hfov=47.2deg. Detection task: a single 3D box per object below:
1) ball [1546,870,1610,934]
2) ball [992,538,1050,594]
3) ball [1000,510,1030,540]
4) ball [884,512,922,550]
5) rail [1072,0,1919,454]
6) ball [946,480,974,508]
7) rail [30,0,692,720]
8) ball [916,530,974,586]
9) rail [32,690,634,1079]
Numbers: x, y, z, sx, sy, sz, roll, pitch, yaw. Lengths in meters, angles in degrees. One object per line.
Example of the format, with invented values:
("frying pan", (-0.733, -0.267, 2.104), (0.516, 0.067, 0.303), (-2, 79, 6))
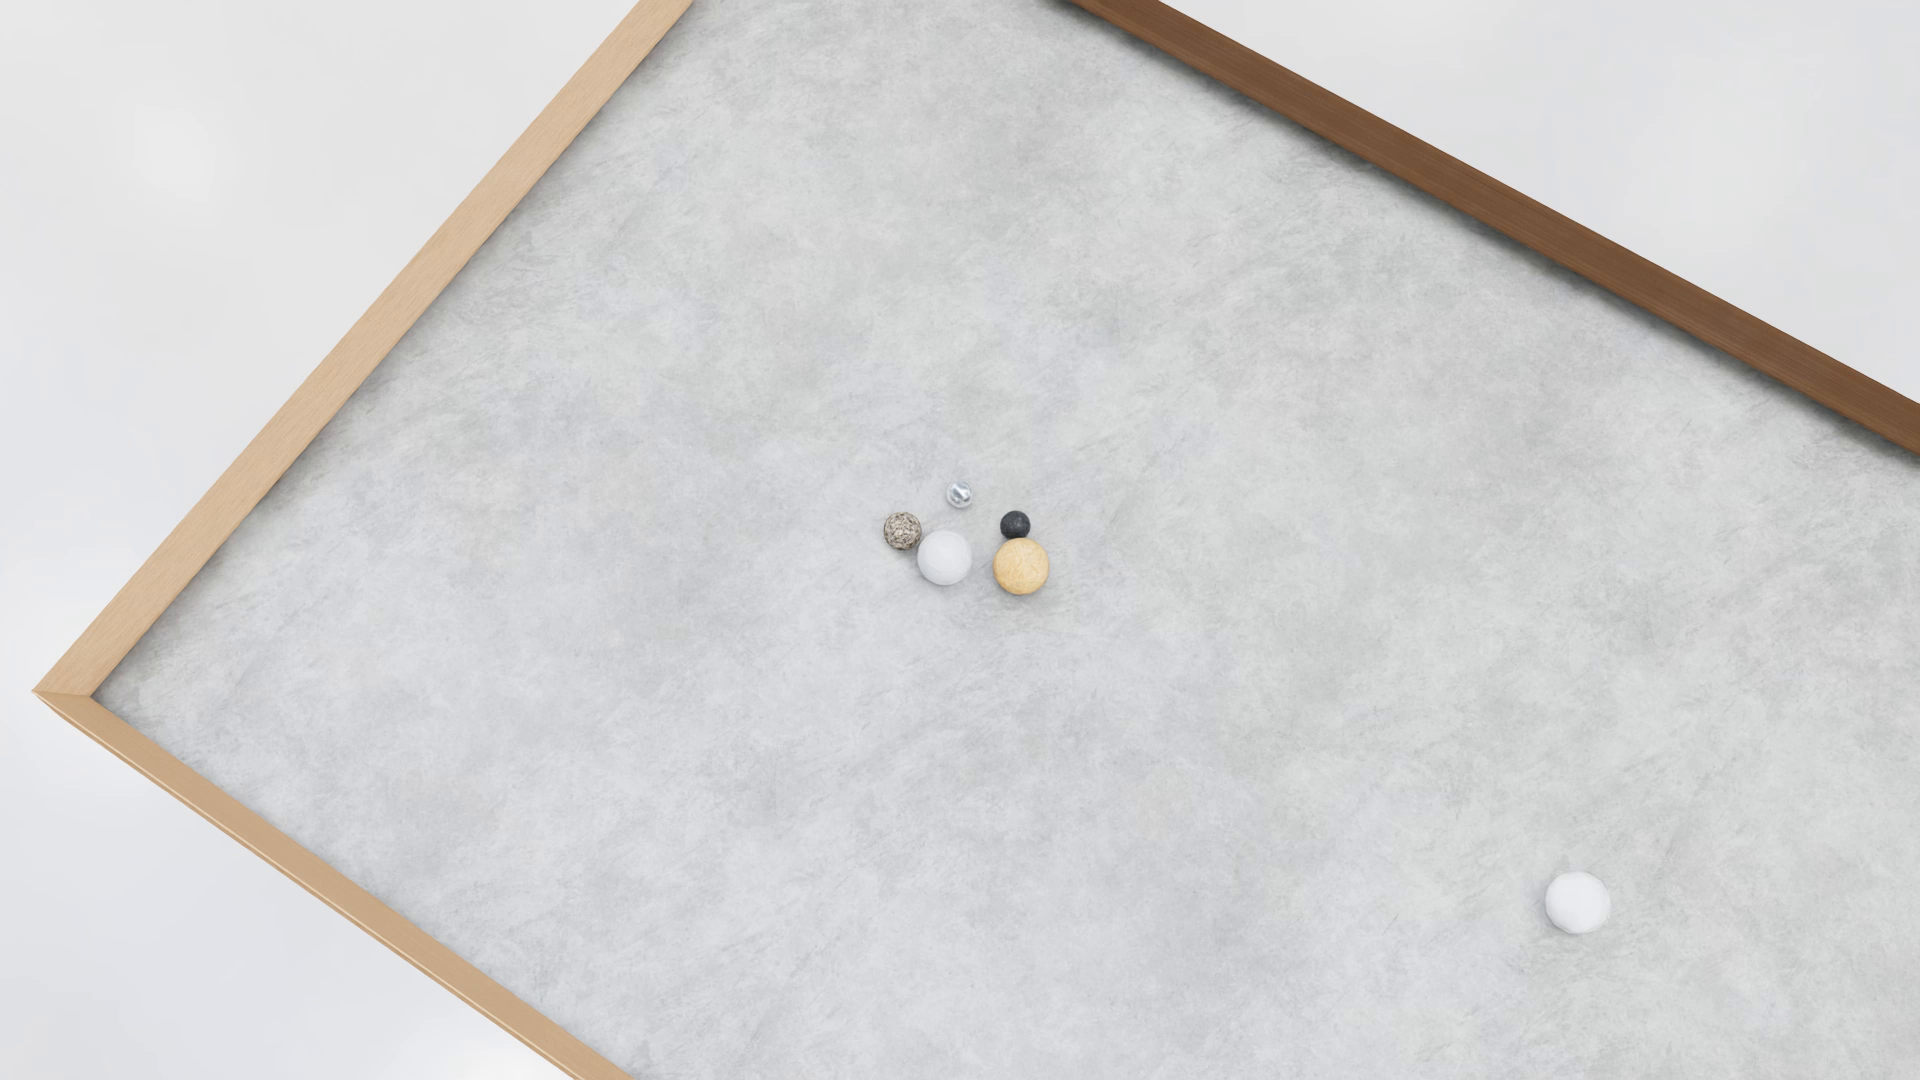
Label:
("ball", (0.921, 0.541, 3.279), (0.094, 0.094, 0.094), (0, 66, 0))
("ball", (0.097, 0.042, 3.497), (0.091, 0.091, 0.091), (0, 66, 0))
("ball", (0.089, -0.023, 3.547), (0.050, 0.050, 0.050), (0, 66, 0))
("ball", (-0.093, -0.015, 3.537), (0.062, 0.062, 0.062), (0, 66, 0))
("rail", (1.396, -0.257, 3.609), (4.060, 0.122, 0.045), (31, 70, 13))
("ball", (0.000, -0.075, 3.573), (0.045, 0.045, 0.045), (0, 66, 0))
("rail", (-0.826, -0.514, 3.721), (0.045, 0.122, 2.037), (31, 70, 13))
("ball", (-0.024, 0.028, 3.504), (0.089, 0.089, 0.089), (0, 66, 0))
("rail", (0.296, 1.264, 2.948), (4.060, 0.122, 0.045), (31, 70, 13))
